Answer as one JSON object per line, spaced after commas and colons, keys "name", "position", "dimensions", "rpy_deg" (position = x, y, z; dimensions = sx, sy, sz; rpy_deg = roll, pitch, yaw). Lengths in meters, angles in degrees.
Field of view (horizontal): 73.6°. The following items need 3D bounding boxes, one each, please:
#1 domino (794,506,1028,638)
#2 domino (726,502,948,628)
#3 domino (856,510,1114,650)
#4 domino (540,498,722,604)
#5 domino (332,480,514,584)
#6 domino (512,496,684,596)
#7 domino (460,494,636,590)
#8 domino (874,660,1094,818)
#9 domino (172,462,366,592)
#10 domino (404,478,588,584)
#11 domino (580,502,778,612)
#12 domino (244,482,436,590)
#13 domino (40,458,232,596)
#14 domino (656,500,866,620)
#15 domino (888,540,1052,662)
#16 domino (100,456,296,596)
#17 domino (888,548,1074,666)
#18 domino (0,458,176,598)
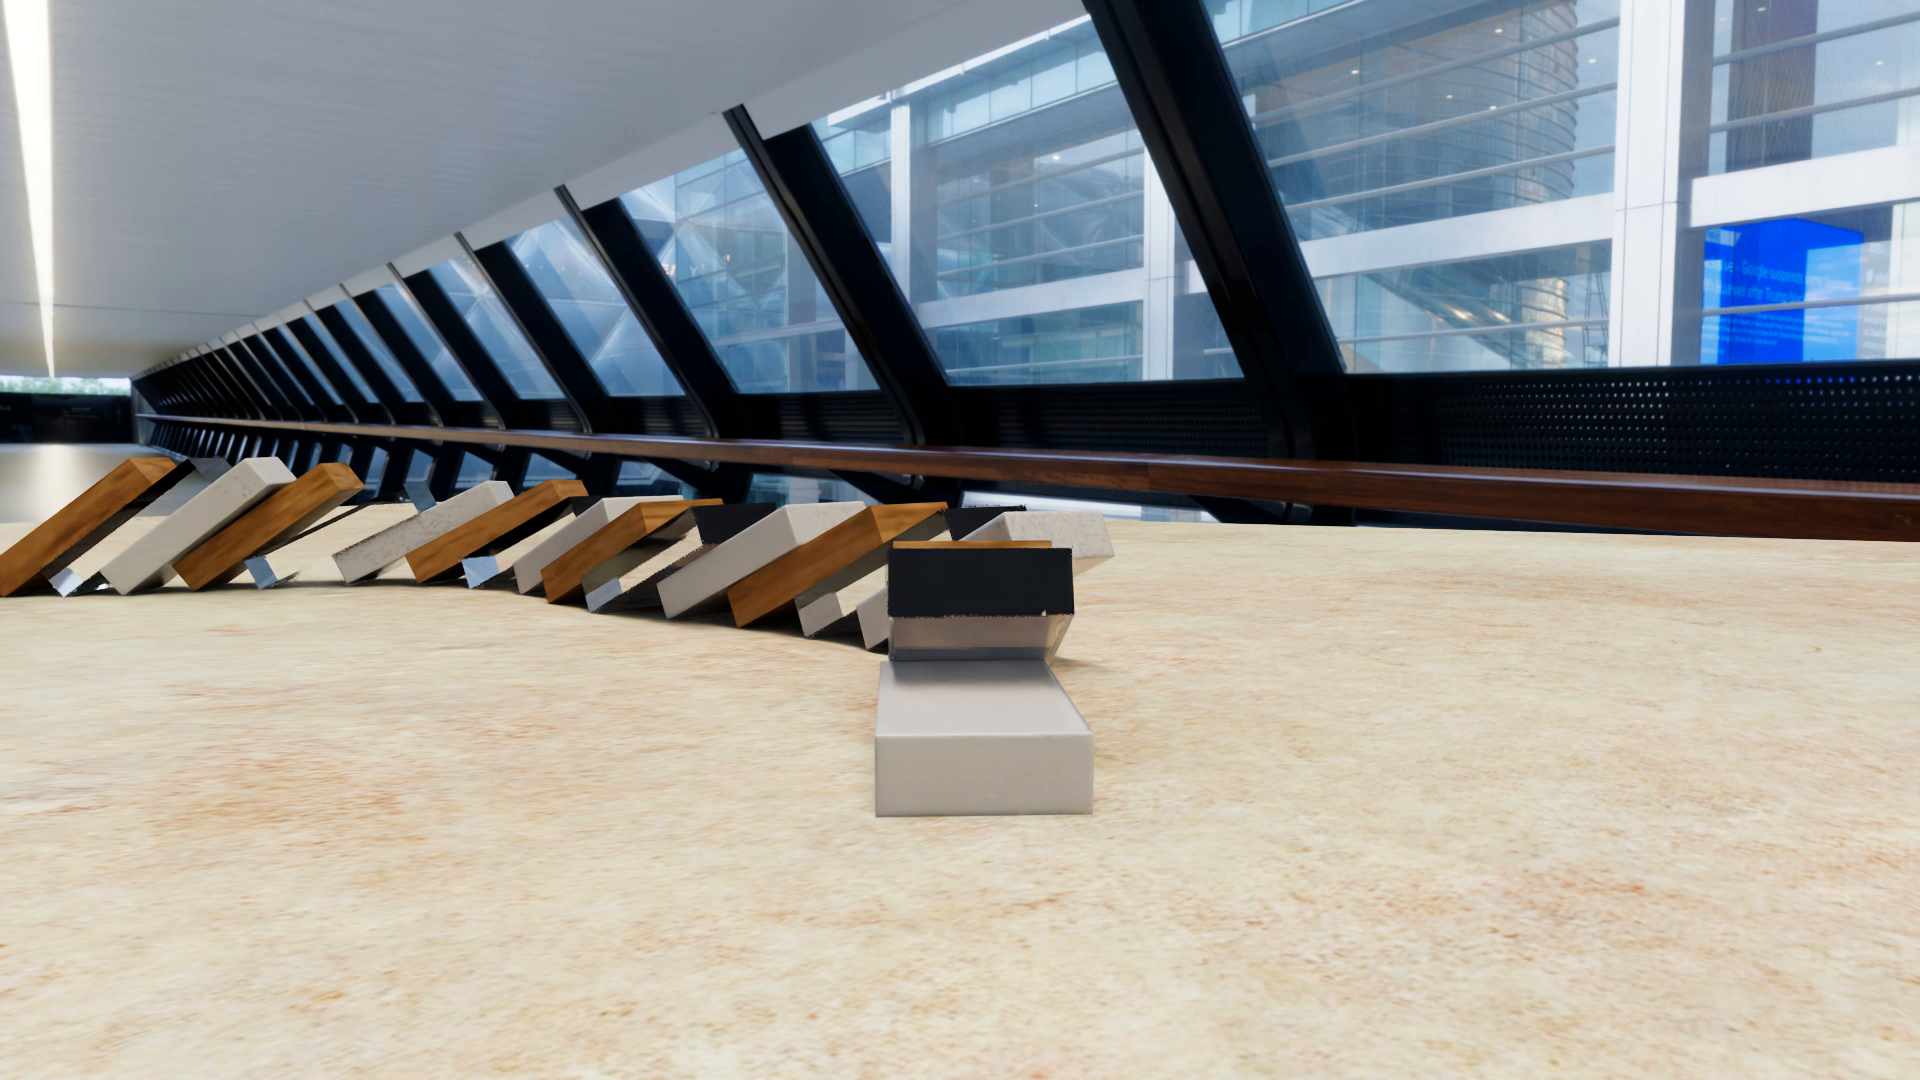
{"name": "domino", "position": [-0.010, 0.007, 0.274], "dimensions": [0.025, 0.010, 0.050], "rpy_deg": [-4, -19, -47]}
{"name": "domino", "position": [-0.027, 0.006, 0.291], "dimensions": [0.050, 0.009, 0.025], "rpy_deg": [-28, -14, 36]}
{"name": "domino", "position": [0.004, 0.008, 0.254], "dimensions": [0.025, 0.010, 0.050], "rpy_deg": [-2, -20, -40]}
{"name": "domino", "position": [-0.085, 0.003, 0.336], "dimensions": [0.050, 0.009, 0.025], "rpy_deg": [-27, -14, 40]}
{"name": "domino", "position": [-0.163, -0.003, 0.395], "dimensions": [0.050, 0.009, 0.025], "rpy_deg": [-27, 5, -5]}
{"name": "domino", "position": [-0.100, 0.002, 0.356], "dimensions": [0.050, 0.009, 0.025], "rpy_deg": [-27, -14, 39]}
{"name": "domino", "position": [-0.119, 0.000, 0.375], "dimensions": [0.050, 0.009, 0.025], "rpy_deg": [-24, -9, 30]}
{"name": "domino", "position": [0.002, 0.025, 0.171], "dimensions": [0.025, 0.010, 0.050], "rpy_deg": [0, 4, -3]}
{"name": "domino", "position": [-0.205, -0.005, 0.382], "dimensions": [0.050, 0.009, 0.025], "rpy_deg": [-36, 9, -5]}
{"name": "domino", "position": [-0.140, -0.003, 0.391], "dimensions": [0.050, 0.009, 0.025], "rpy_deg": [-27, 0, 5]}
{"name": "domino", "position": [-0.069, 0.005, 0.318], "dimensions": [0.050, 0.009, 0.025], "rpy_deg": [-26, -14, 39]}
{"name": "domino", "position": [-0.187, -0.002, 0.390], "dimensions": [0.050, 0.009, 0.025], "rpy_deg": [-27, 8, -6]}
{"name": "domino", "position": [-0.235, -0.004, 0.370], "dimensions": [0.050, 0.009, 0.025], "rpy_deg": [-39, 9, -5]}
{"name": "domino", "position": [-0.047, 0.005, 0.305], "dimensions": [0.050, 0.010, 0.025], "rpy_deg": [-27, -14, 37]}
{"name": "domino", "position": [0.000, 0.012, 0.224], "dimensions": [0.025, 0.009, 0.050], "rpy_deg": [0, -17, -4]}
{"name": "domino", "position": [-0.219, -0.005, 0.372], "dimensions": [0.050, 0.009, 0.025], "rpy_deg": [-39, 9, -4]}
{"name": "domino", "position": [0.002, 0.014, 0.197], "dimensions": [0.025, 0.009, 0.050], "rpy_deg": [0, -19, -3]}
{"name": "domino", "position": [-0.250, -0.004, 0.368], "dimensions": [0.050, 0.009, 0.025], "rpy_deg": [-39, 9, -5]}
